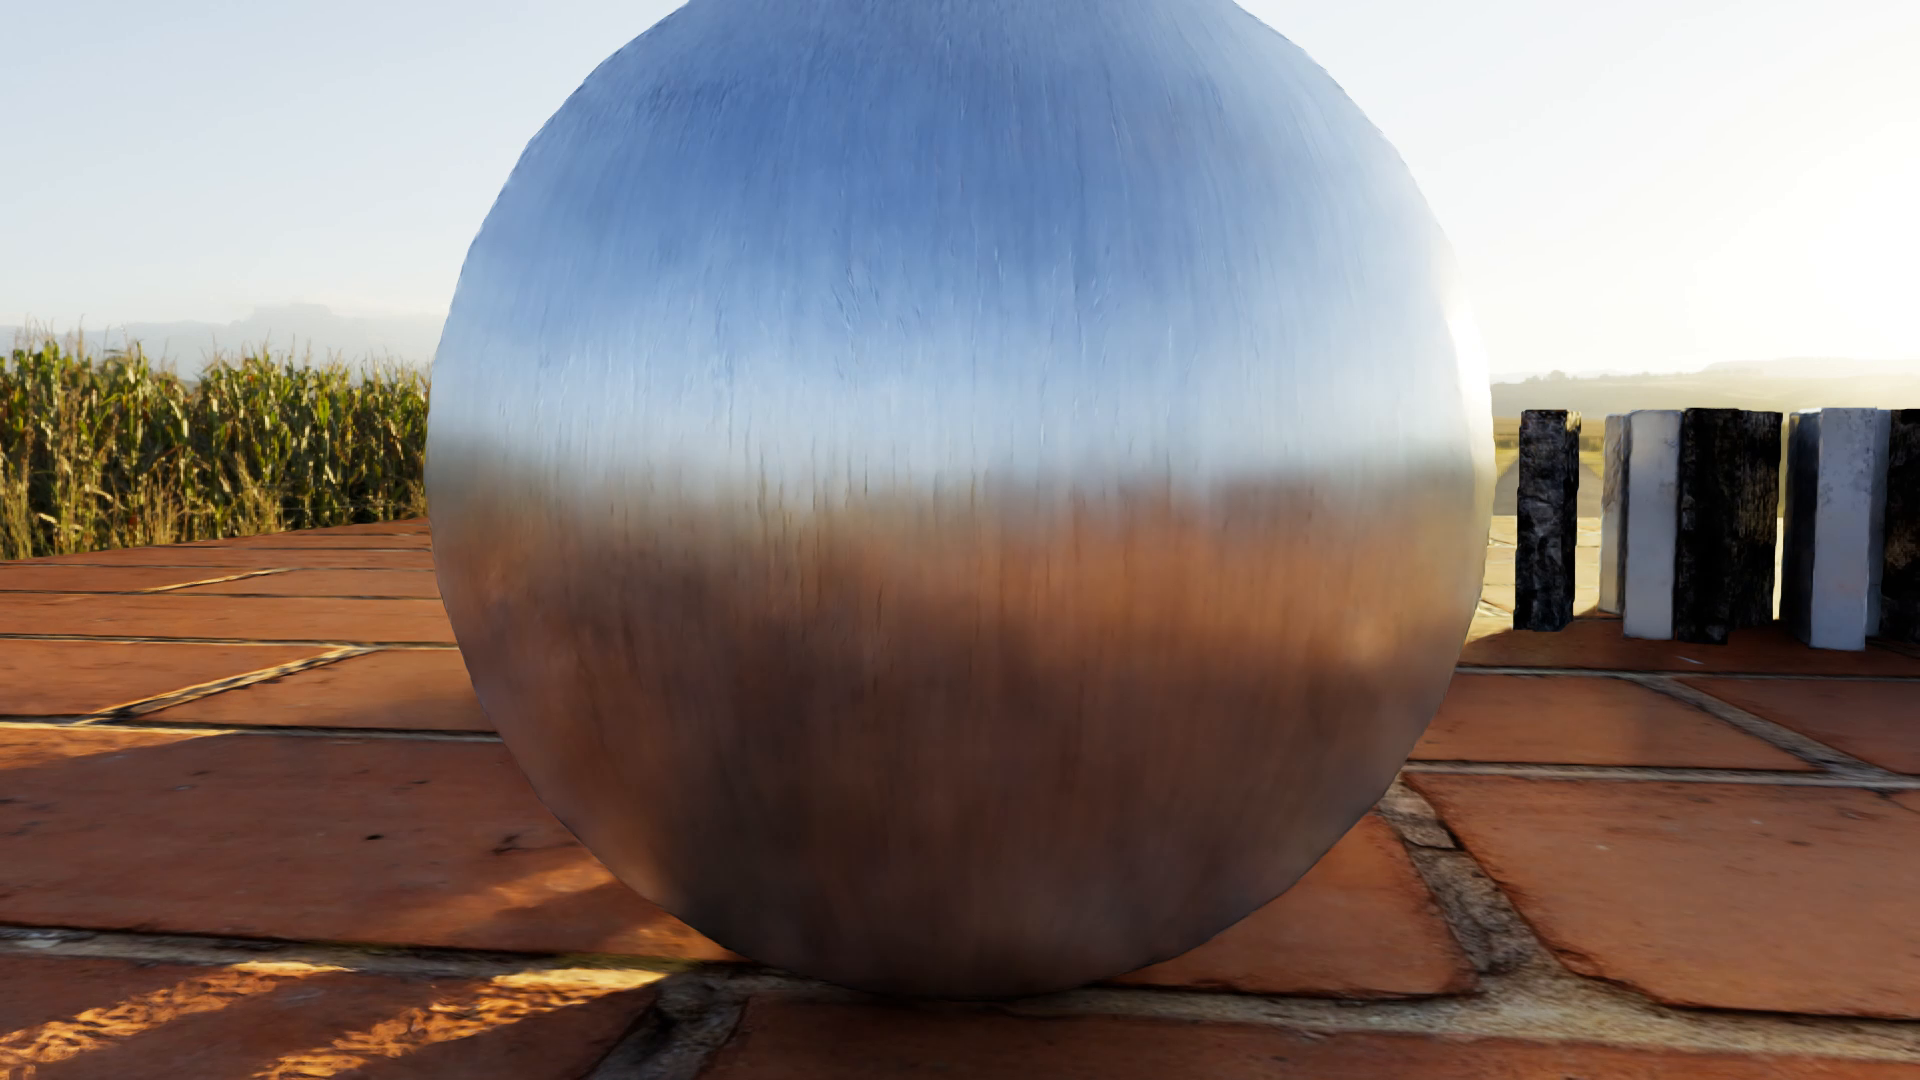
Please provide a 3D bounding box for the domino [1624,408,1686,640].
[{"bbox_3d":[0.157,-0.004,0.289,0.009,0.050,0.025,3,5,31],"label":"domino"}]

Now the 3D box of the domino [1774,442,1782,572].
[{"bbox_3d":[0.207,-0.008,0.346,0.009,0.050,0.025,0,4,-5],"label":"domino"}]

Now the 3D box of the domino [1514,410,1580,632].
[{"bbox_3d":[0.138,-0.005,0.301,0.009,0.050,0.025,3,5,32],"label":"domino"}]

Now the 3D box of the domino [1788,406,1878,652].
[{"bbox_3d":[0.186,-0.003,0.274,0.009,0.050,0.025,2,5,24],"label":"domino"}]

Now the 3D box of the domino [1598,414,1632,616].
[{"bbox_3d":[0.175,-0.007,0.321,0.025,0.050,0.009,0,4,2],"label":"domino"}]

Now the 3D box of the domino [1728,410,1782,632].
[{"bbox_3d":[0.182,-0.005,0.301,0.025,0.050,0.009,-4,6,-40],"label":"domino"}]

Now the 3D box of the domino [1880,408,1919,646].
[{"bbox_3d":[0.207,-0.003,0.268,0.010,0.050,0.025,0,4,-1],"label":"domino"}]

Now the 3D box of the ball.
[{"bbox_3d":[0.000,-0.005,0.103,0.080,0.080,0.080,0,4,0],"label":"ball"}]

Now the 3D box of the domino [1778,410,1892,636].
[{"bbox_3d":[0.201,-0.004,0.294,0.009,0.050,0.025,0,4,2],"label":"domino"}]

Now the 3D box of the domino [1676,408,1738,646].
[{"bbox_3d":[0.164,-0.004,0.283,0.009,0.050,0.025,2,5,29],"label":"domino"}]
